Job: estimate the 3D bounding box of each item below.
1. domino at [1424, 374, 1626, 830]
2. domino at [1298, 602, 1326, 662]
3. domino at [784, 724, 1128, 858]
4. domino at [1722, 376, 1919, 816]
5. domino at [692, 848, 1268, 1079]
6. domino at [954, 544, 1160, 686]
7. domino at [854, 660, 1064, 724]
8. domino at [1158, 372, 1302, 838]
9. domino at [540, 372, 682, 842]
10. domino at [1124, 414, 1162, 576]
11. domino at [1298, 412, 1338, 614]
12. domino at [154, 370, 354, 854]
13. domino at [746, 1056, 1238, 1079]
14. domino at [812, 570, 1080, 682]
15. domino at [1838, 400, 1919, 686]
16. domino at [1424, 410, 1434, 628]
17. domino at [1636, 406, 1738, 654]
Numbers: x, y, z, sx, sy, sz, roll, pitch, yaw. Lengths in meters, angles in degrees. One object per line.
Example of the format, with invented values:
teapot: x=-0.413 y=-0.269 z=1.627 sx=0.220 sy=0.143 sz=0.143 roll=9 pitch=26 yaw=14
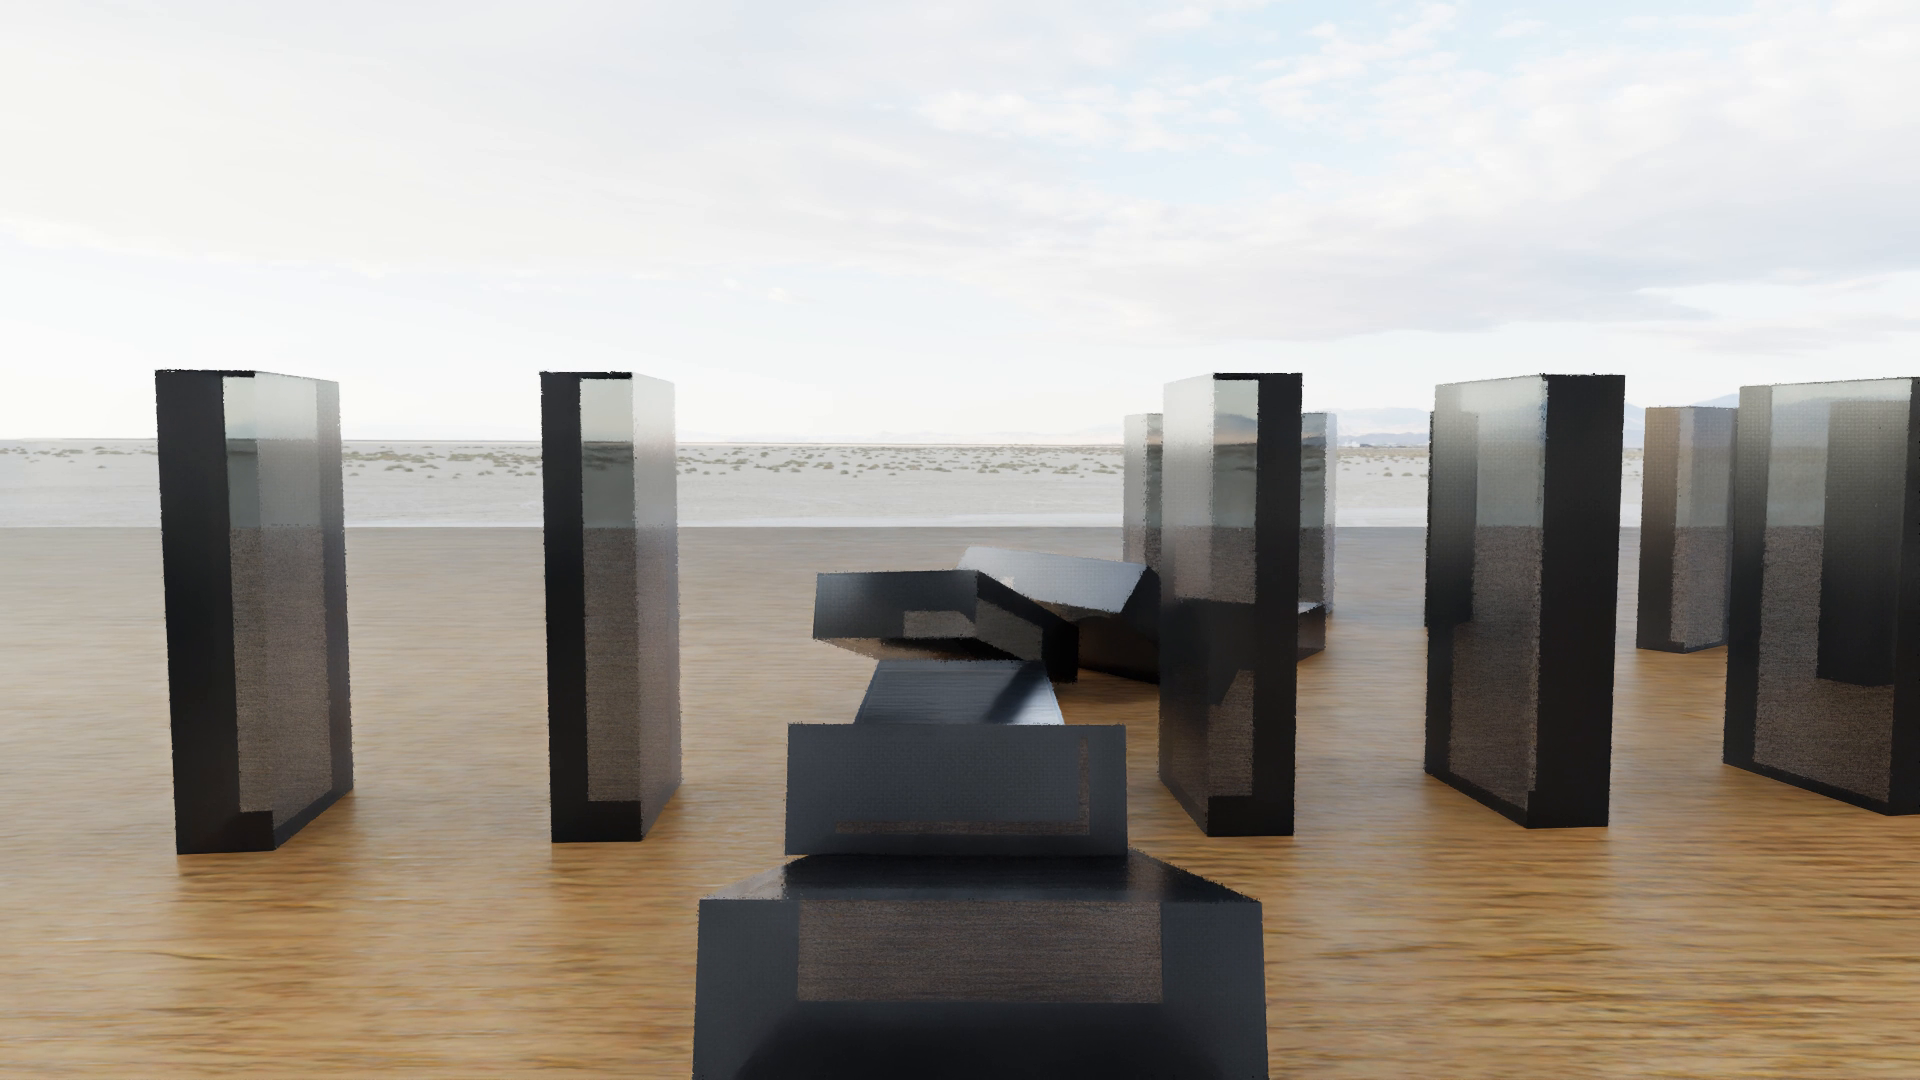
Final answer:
domino: x=0.066 y=0.006 z=0.153 sx=0.010 sy=0.050 sz=0.025 roll=0 pitch=4 yaw=-5
domino: x=0.048 y=0.018 z=0.268 sx=0.050 sy=0.010 sz=0.025 roll=3 pitch=5 yaw=32
domino: x=0.000 y=0.023 z=0.119 sx=0.025 sy=0.009 sz=0.050 roll=0 pitch=-10 yaw=1
domino: x=0.109 y=0.006 z=0.158 sx=0.009 sy=0.050 sz=0.025 roll=-1 pitch=4 yaw=-10
domino: x=0.001 y=0.025 z=0.081 sx=0.025 sy=0.009 sz=0.050 roll=0 pitch=-11 yaw=1
domino: x=0.022 y=0.014 z=0.233 sx=0.025 sy=0.009 sz=0.050 roll=42 pitch=-20 yaw=-29
domino: x=0.000 y=0.025 z=0.172 sx=0.025 sy=0.010 sz=0.050 roll=0 pitch=4 yaw=0
domino: x=0.031 y=0.006 z=0.150 sx=0.009 sy=0.050 sz=0.025 roll=0 pitch=4 yaw=-3
domino: x=-0.039 y=0.006 z=0.148 sx=0.009 sy=0.050 sz=0.025 roll=0 pitch=4 yaw=-3
domino: x=0.049 y=-0.007 z=0.329 sx=0.009 sy=0.050 sz=0.025 roll=0 pitch=4 yaw=-5
domino: x=0.088 y=-0.007 z=0.322 sx=0.009 sy=0.050 sz=0.025 roll=2 pitch=5 yaw=22
domino: x=-0.078 y=0.007 z=0.144 sx=0.010 sy=0.050 sz=0.025 roll=-1 pitch=4 yaw=-8
domino: x=0.001 y=0.029 z=0.044 sx=0.025 sy=0.009 sz=0.050 roll=0 pitch=-9 yaw=1
domino: x=0.000 y=0.015 z=0.204 sx=0.025 sy=0.009 sz=0.050 roll=-2 pitch=-14 yaw=22
domino: x=0.174 y=0.000 z=0.232 sx=0.025 sy=0.050 sz=0.009 roll=-1 pitch=5 yaw=-18
domino: x=0.119 y=-0.005 z=0.303 sx=0.009 sy=0.050 sz=0.025 roll=3 pitch=5 yaw=38
domino: x=0.154 y=-0.003 z=0.269 sx=0.025 sy=0.050 sz=0.009 roll=-3 pitch=5 yaw=-37
